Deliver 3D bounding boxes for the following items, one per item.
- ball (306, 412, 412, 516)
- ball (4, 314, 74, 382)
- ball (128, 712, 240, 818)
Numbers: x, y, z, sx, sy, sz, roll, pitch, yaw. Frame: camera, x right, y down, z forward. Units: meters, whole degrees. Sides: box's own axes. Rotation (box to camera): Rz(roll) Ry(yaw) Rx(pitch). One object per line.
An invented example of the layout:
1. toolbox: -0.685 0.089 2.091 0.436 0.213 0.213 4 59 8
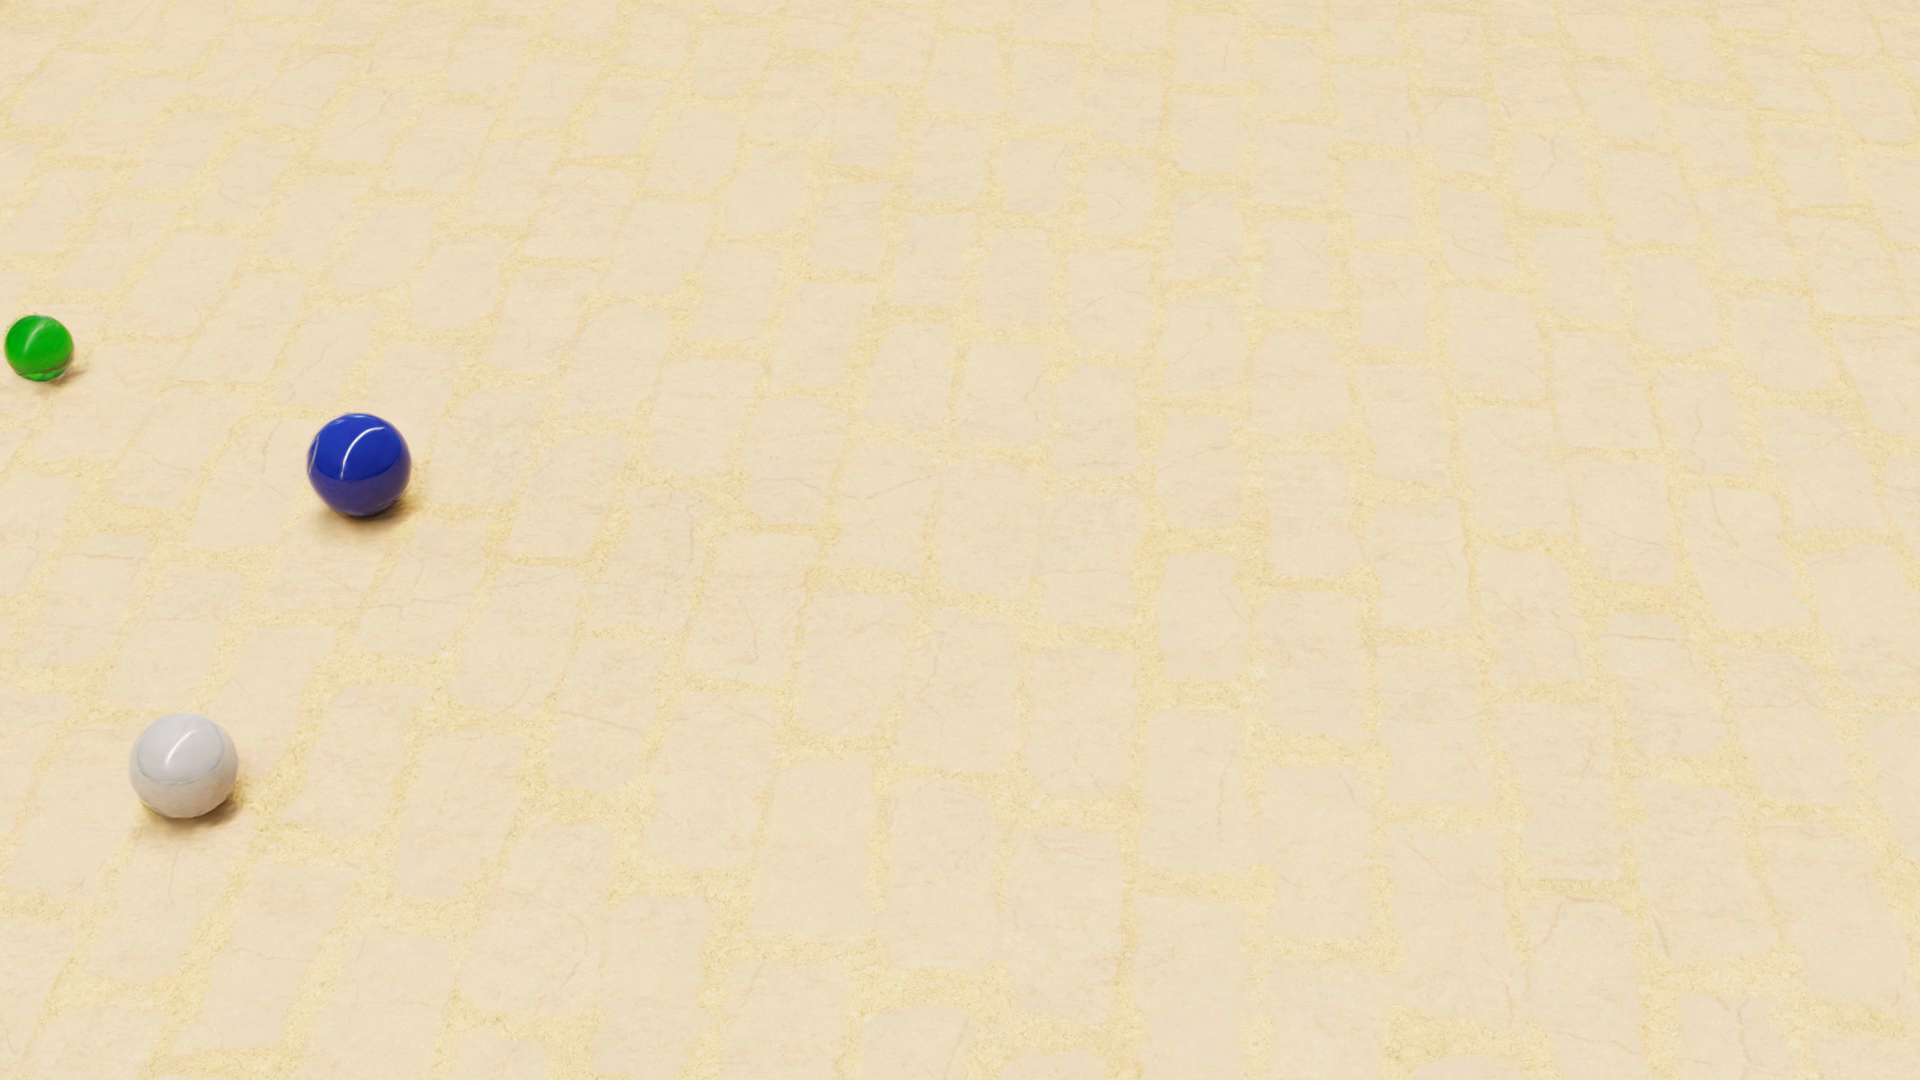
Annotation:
1. ball: -0.402 -0.050 1.716 0.070 0.070 0.070 0 36 0
2. ball: -0.666 -0.139 1.855 0.049 0.049 0.049 0 36 0
3. ball: -0.447 0.130 1.478 0.061 0.061 0.061 0 36 0
